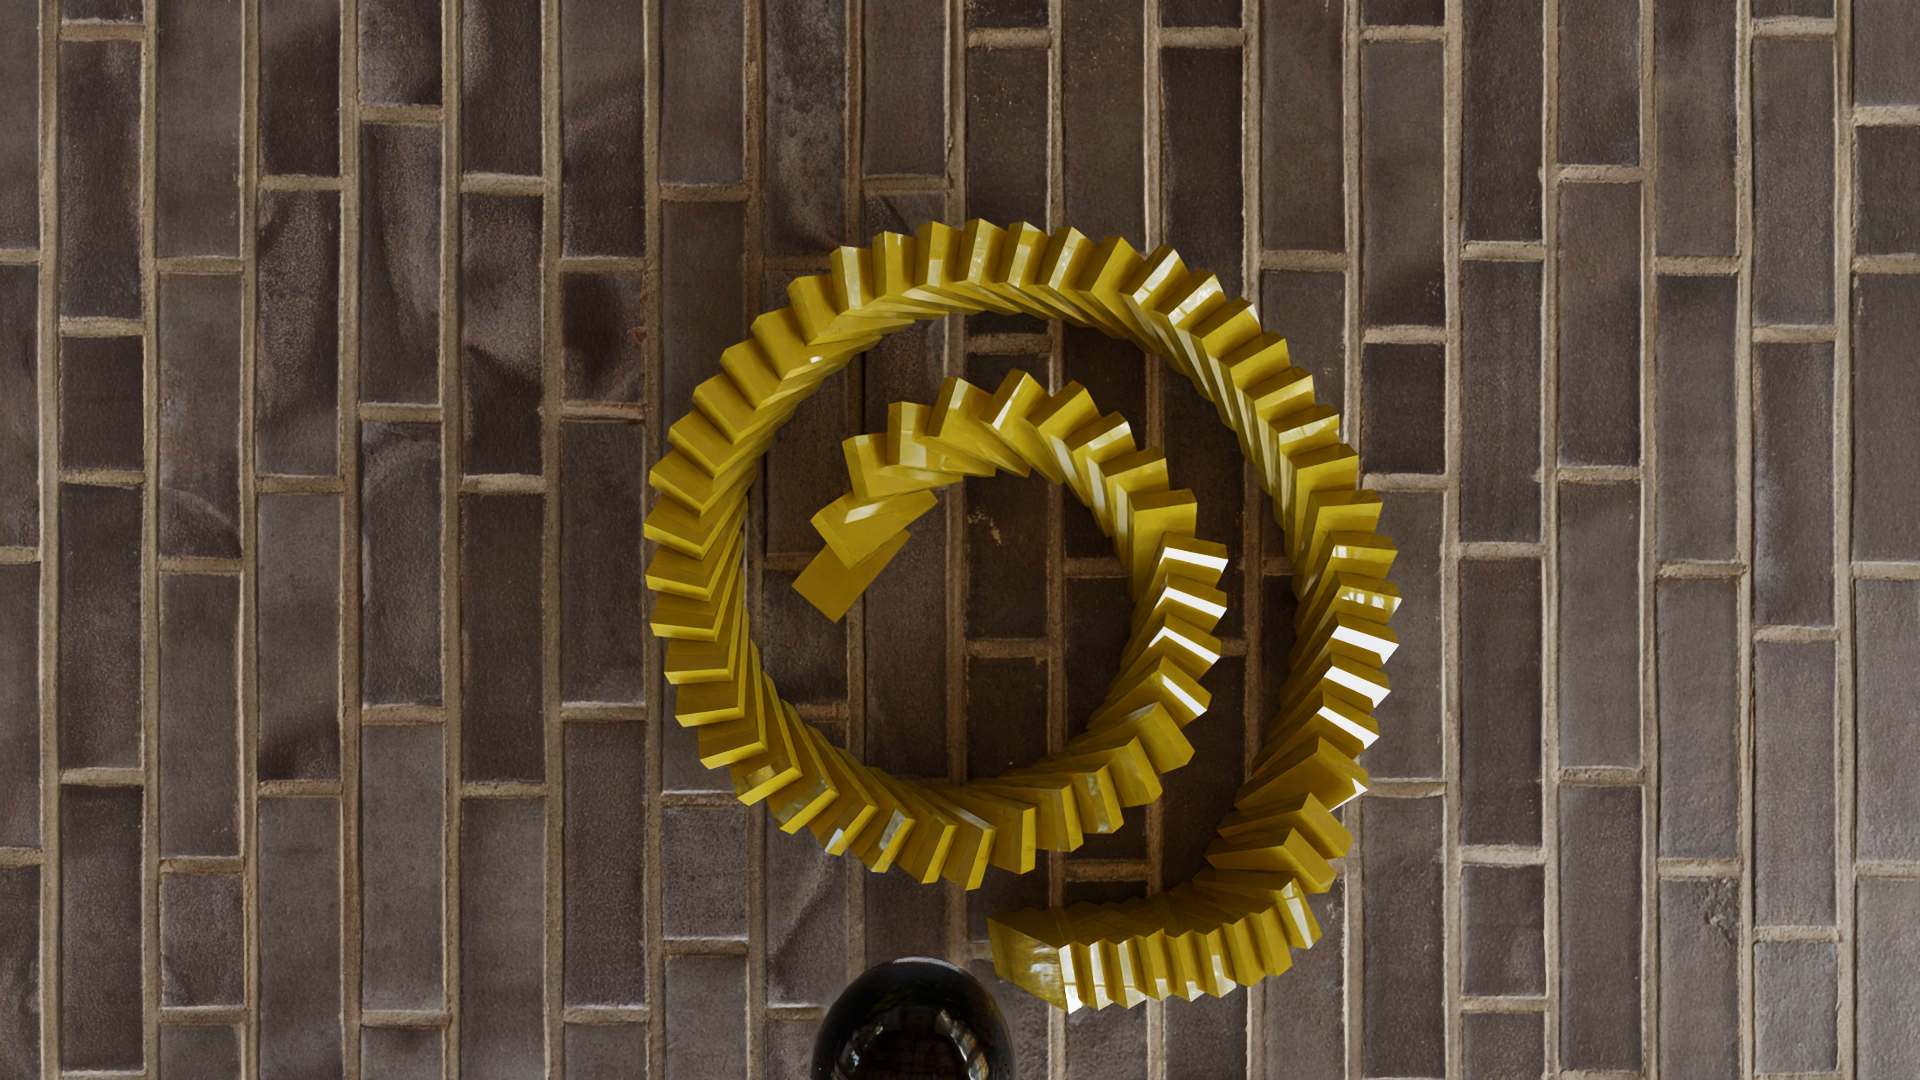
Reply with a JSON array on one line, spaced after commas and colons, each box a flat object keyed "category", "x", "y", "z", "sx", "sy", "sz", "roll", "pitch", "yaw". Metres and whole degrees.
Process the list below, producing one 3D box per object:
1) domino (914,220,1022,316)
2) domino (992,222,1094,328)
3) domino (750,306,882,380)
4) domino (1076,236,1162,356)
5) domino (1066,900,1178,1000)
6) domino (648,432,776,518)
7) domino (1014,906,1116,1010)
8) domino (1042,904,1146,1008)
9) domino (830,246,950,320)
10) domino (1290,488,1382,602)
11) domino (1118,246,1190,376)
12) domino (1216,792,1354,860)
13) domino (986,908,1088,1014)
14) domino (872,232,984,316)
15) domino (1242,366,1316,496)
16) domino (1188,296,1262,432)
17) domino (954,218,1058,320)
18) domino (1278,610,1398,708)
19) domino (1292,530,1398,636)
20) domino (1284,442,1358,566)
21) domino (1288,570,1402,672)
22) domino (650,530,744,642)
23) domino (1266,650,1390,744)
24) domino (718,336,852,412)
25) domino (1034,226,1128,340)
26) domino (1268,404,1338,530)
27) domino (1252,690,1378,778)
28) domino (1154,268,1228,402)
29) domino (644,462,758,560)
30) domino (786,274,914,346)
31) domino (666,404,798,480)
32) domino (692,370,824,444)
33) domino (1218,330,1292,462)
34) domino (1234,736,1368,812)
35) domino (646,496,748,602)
[{"category": "domino", "x": 0.005, "y": -0.112, "z": 0.381, "sx": 0.050, "sy": 0.010, "sz": 0.025, "roll": 6, "pitch": 90, "yaw": -37}, {"category": "domino", "x": 0.039, "y": -0.109, "z": 0.381, "sx": 0.050, "sy": 0.010, "sz": 0.025, "roll": 16, "pitch": 90, "yaw": -37}, {"category": "domino", "x": -0.059, "y": -0.086, "z": 0.381, "sx": 0.050, "sy": 0.010, "sz": 0.025, "roll": -30, "pitch": 90, "yaw": -38}, {"category": "domino", "x": 0.072, "y": -0.101, "z": 0.381, "sx": 0.050, "sy": 0.009, "sz": 0.025, "roll": 29, "pitch": 90, "yaw": -38}, {"category": "domino", "x": 0.065, "y": 0.167, "z": 0.376, "sx": 0.009, "sy": 0.050, "sz": 0.025, "roll": -13, "pitch": 90, "yaw": -32}, {"category": "domino", "x": -0.102, "y": -0.034, "z": 0.381, "sx": 0.025, "sy": 0.009, "sz": 0.050, "roll": 34, "pitch": 52, "yaw": 1}, {"category": "domino", "x": 0.042, "y": 0.170, "z": 0.376, "sx": 0.009, "sy": 0.050, "sz": 0.025, "roll": -10, "pitch": 90, "yaw": -33}, {"category": "domino", "x": 0.053, "y": 0.170, "z": 0.376, "sx": 0.010, "sy": 0.050, "sz": 0.025, "roll": -10, "pitch": 90, "yaw": -33}, {"category": "domino", "x": -0.029, "y": -0.106, "z": 0.381, "sx": 0.050, "sy": 0.009, "sz": 0.025, "roll": -8, "pitch": 90, "yaw": -38}, {"category": "domino", "x": 0.156, "y": 0.003, "z": 0.381, "sx": 0.025, "sy": 0.009, "sz": 0.050, "roll": -4, "pitch": 128, "yaw": 0}, {"category": "domino", "x": 0.089, "y": -0.094, "z": 0.381, "sx": 0.025, "sy": 0.009, "sz": 0.050, "roll": -49, "pitch": 128, "yaw": 0}, {"category": "domino", "x": 0.133, "y": 0.121, "z": 0.377, "sx": 0.025, "sy": 0.050, "sz": 0.009, "roll": 46, "pitch": 53, "yaw": 0}, {"category": "domino", "x": 0.031, "y": 0.172, "z": 0.376, "sx": 0.010, "sy": 0.050, "sz": 0.025, "roll": -10, "pitch": 90, "yaw": -33}, {"category": "domino", "x": -0.012, "y": -0.110, "z": 0.381, "sx": 0.050, "sy": 0.010, "sz": 0.025, "roll": -2, "pitch": 89, "yaw": -38}, {"category": "domino", "x": 0.135, "y": -0.045, "z": 0.381, "sx": 0.025, "sy": 0.010, "sz": 0.050, "roll": -24, "pitch": 127, "yaw": 0}, {"category": "domino", "x": 0.115, "y": -0.072, "z": 0.381, "sx": 0.025, "sy": 0.010, "sz": 0.050, "roll": -34, "pitch": 127, "yaw": 0}, {"category": "domino", "x": 0.022, "y": -0.112, "z": 0.381, "sx": 0.050, "sy": 0.009, "sz": 0.025, "roll": 12, "pitch": 90, "yaw": -37}, {"category": "domino", "x": 0.156, "y": 0.054, "z": 0.381, "sx": 0.025, "sy": 0.010, "sz": 0.050, "roll": 18, "pitch": 127, "yaw": -1}, {"category": "domino", "x": 0.159, "y": 0.020, "z": 0.381, "sx": 0.025, "sy": 0.010, "sz": 0.050, "roll": 5, "pitch": 128, "yaw": -1}, {"category": "domino", "x": 0.150, "y": -0.014, "z": 0.381, "sx": 0.025, "sy": 0.009, "sz": 0.050, "roll": -14, "pitch": 127, "yaw": 0}, {"category": "domino", "x": 0.159, "y": 0.037, "z": 0.381, "sx": 0.025, "sy": 0.009, "sz": 0.050, "roll": 12, "pitch": 127, "yaw": -1}, {"category": "domino", "x": -0.108, "y": 0.017, "z": 0.381, "sx": 0.025, "sy": 0.009, "sz": 0.050, "roll": 6, "pitch": 52, "yaw": 0}, {"category": "domino", "x": 0.152, "y": 0.071, "z": 0.381, "sx": 0.025, "sy": 0.009, "sz": 0.050, "roll": 23, "pitch": 127, "yaw": 0}, {"category": "domino", "x": -0.072, "y": -0.075, "z": 0.381, "sx": 0.050, "sy": 0.009, "sz": 0.025, "roll": -36, "pitch": 90, "yaw": -38}, {"category": "domino", "x": 0.055, "y": -0.106, "z": 0.381, "sx": 0.050, "sy": 0.009, "sz": 0.025, "roll": 22, "pitch": 90, "yaw": -37}, {"category": "domino", "x": 0.143, "y": -0.030, "z": 0.381, "sx": 0.025, "sy": 0.010, "sz": 0.050, "roll": -18, "pitch": 127, "yaw": 0}, {"category": "domino", "x": 0.147, "y": 0.087, "z": 0.381, "sx": 0.025, "sy": 0.009, "sz": 0.050, "roll": 29, "pitch": 127, "yaw": 0}, {"category": "domino", "x": 0.102, "y": -0.084, "z": 0.381, "sx": 0.025, "sy": 0.009, "sz": 0.050, "roll": -42, "pitch": 128, "yaw": -1}, {"category": "domino", "x": -0.107, "y": -0.017, "z": 0.381, "sx": 0.025, "sy": 0.010, "sz": 0.050, "roll": 22, "pitch": 51, "yaw": 0}, {"category": "domino", "x": -0.045, "y": -0.097, "z": 0.381, "sx": 0.050, "sy": 0.010, "sz": 0.025, "roll": -19, "pitch": 90, "yaw": -38}, {"category": "domino", "x": -0.094, "y": -0.049, "z": 0.381, "sx": 0.025, "sy": 0.009, "sz": 0.050, "roll": 41, "pitch": 52, "yaw": 1}, {"category": "domino", "x": -0.083, "y": -0.063, "z": 0.381, "sx": 0.025, "sy": 0.009, "sz": 0.050, "roll": 48, "pitch": 52, "yaw": 0}, {"category": "domino", "x": 0.126, "y": -0.059, "z": 0.381, "sx": 0.025, "sy": 0.009, "sz": 0.050, "roll": -29, "pitch": 127, "yaw": 0}, {"category": "domino", "x": 0.141, "y": 0.104, "z": 0.380, "sx": 0.025, "sy": 0.009, "sz": 0.050, "roll": 37, "pitch": 130, "yaw": -1}, {"category": "domino", "x": -0.108, "y": 0.000, "z": 0.381, "sx": 0.025, "sy": 0.010, "sz": 0.050, "roll": 13, "pitch": 52, "yaw": 0}]
